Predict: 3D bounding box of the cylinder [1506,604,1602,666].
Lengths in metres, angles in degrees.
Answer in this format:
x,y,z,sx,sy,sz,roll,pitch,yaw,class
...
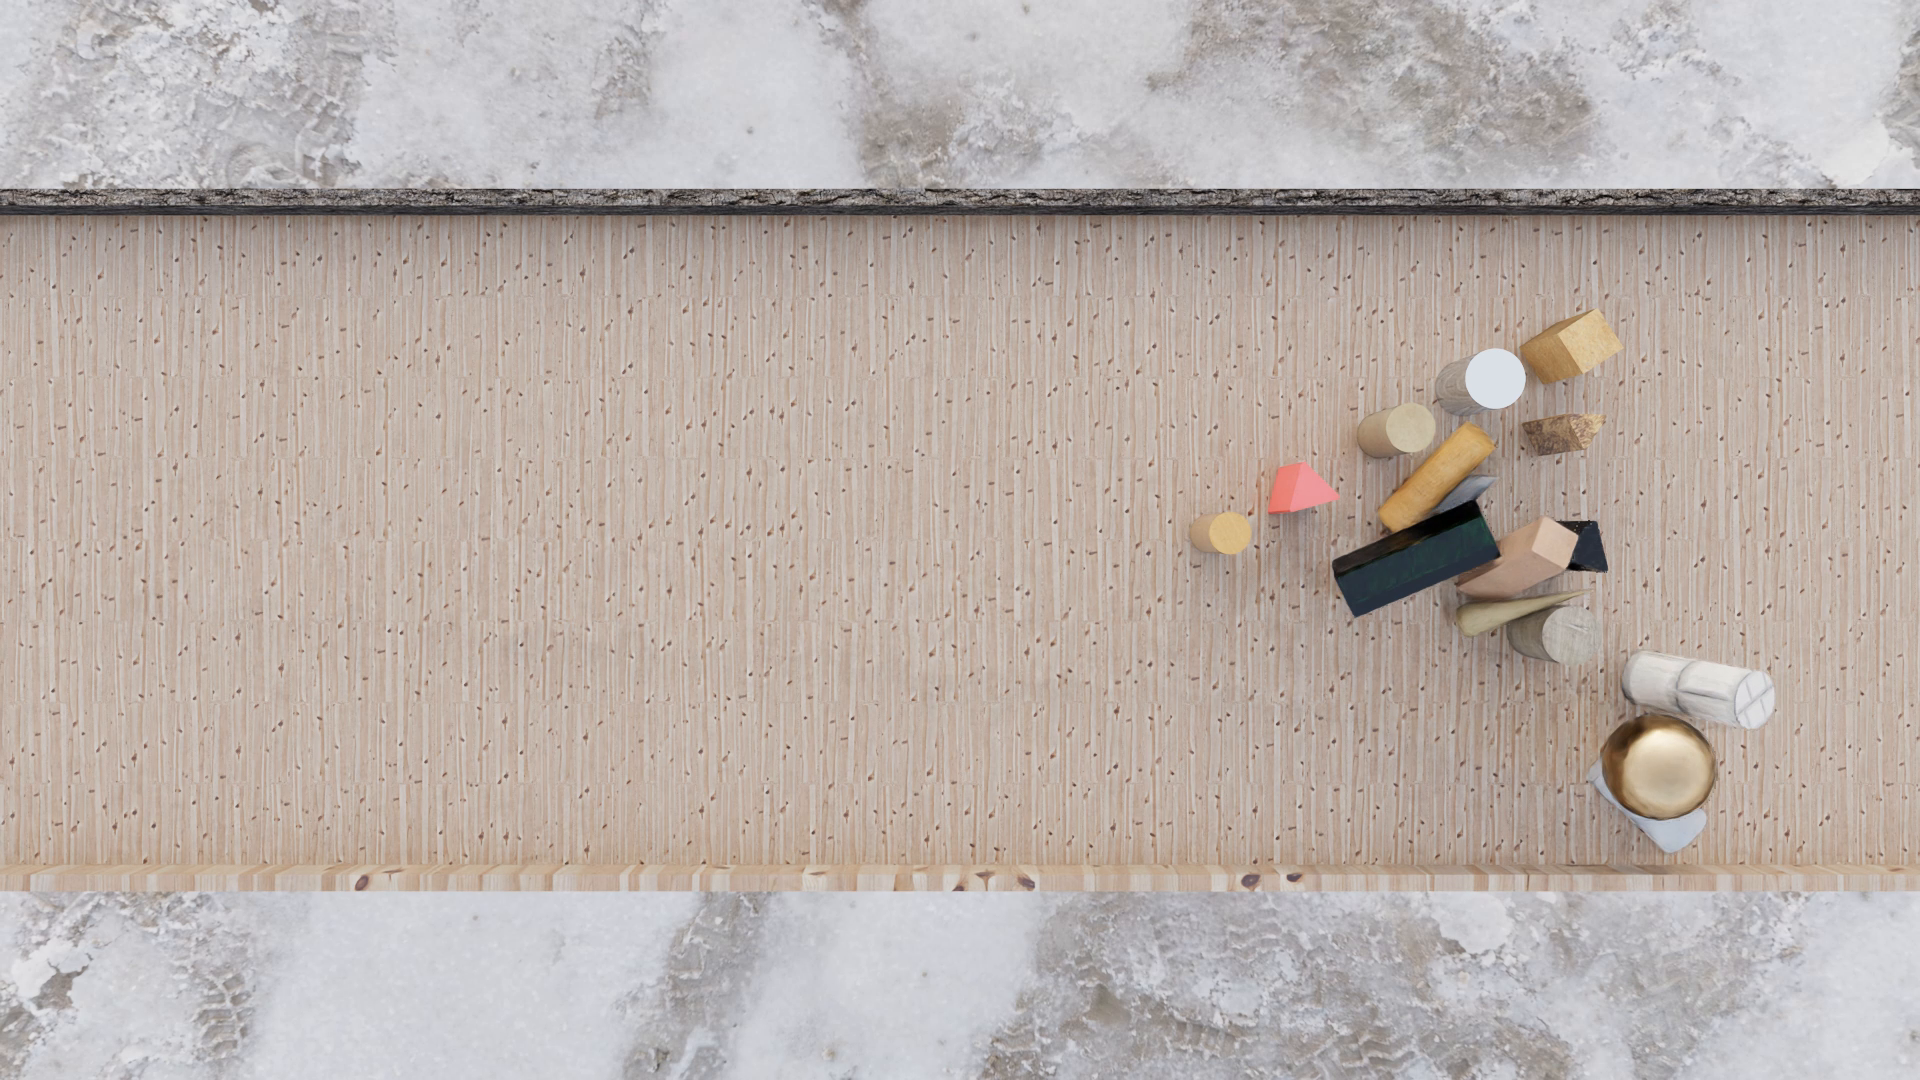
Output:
x,y,z,sx,sy,sz,roll,pitch,yaw,class
1.767,0.276,4.920,0.173,0.314,0.173,0,90,0,cylinder

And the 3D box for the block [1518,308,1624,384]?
x,y,z,sx,sy,sz,roll,pitch,yaw,class
1.815,-0.573,4.912,0.138,0.329,0.138,-33,90,0,block

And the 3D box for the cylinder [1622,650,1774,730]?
x,y,z,sx,sy,sz,roll,pitch,yaw,class
2.170,0.438,4.863,0.167,0.394,0.167,-3,97,-27,cylinder

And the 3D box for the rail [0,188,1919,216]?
x,y,z,sx,sy,sz,roll,pitch,yaw,class
-2.247,-1.025,5.002,12.000,0.150,0.050,0,90,0,rail

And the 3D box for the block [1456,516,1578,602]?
x,y,z,sx,sy,sz,roll,pitch,yaw,class
1.636,0.066,4.856,0.116,0.421,0.116,29,70,-3,block

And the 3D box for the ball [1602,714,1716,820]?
x,y,z,sx,sy,sz,roll,pitch,yaw,class
2.011,0.653,4.751,0.305,0.305,0.305,0,90,0,ball

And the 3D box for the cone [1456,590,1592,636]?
x,y,z,sx,sy,sz,roll,pitch,yaw,class
1.685,0.194,4.894,0.424,0.101,0.101,-20,90,43,cone

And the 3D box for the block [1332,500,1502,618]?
x,y,z,sx,sy,sz,roll,pitch,yaw,class
1.358,0.055,4.928,0.458,0.141,0.141,-25,107,16,block

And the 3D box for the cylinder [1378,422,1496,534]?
x,y,z,sx,sy,sz,roll,pitch,yaw,class
1.420,-0.179,4.927,0.116,0.116,0.379,39,122,0,cylinder

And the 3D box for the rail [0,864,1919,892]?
x,y,z,sx,sy,sz,roll,pitch,yaw,class
-2.247,1.025,5.001,12.000,0.150,0.050,0,90,0,rail

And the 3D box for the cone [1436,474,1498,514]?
x,y,z,sx,sy,sz,roll,pitch,yaw,class
1.528,-0.161,4.900,0.137,0.333,0.137,1,83,-8,cone

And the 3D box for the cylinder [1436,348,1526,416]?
x,y,z,sx,sy,sz,roll,pitch,yaw,class
1.549,-0.467,4.923,0.174,0.307,0.174,0,90,0,cylinder

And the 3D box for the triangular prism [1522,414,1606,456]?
x,y,z,sx,sy,sz,roll,pitch,yaw,class
1.772,-0.332,4.890,0.099,0.372,0.114,32,90,0,triangular prism

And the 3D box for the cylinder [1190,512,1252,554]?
x,y,z,sx,sy,sz,roll,pitch,yaw,class
0.767,-0.019,4.879,0.120,0.396,0.120,0,90,0,cylinder

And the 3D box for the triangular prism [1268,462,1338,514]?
x,y,z,sx,sy,sz,roll,pitch,yaw,class
1.003,-0.163,4.908,0.147,0.337,0.127,-15,90,0,triangular prism

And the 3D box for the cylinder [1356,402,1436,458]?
x,y,z,sx,sy,sz,roll,pitch,yaw,class
1.292,-0.322,4.902,0.143,0.350,0.143,0,90,0,cylinder

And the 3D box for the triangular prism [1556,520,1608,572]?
x,y,z,sx,sy,sz,roll,pitch,yaw,class
1.811,0.007,4.914,0.151,0.323,0.131,17,90,-1,triangular prism

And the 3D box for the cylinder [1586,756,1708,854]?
x,y,z,sx,sy,sz,roll,pitch,yaw,class
2.070,0.774,4.973,0.312,0.166,0.166,43,90,4,cylinder
